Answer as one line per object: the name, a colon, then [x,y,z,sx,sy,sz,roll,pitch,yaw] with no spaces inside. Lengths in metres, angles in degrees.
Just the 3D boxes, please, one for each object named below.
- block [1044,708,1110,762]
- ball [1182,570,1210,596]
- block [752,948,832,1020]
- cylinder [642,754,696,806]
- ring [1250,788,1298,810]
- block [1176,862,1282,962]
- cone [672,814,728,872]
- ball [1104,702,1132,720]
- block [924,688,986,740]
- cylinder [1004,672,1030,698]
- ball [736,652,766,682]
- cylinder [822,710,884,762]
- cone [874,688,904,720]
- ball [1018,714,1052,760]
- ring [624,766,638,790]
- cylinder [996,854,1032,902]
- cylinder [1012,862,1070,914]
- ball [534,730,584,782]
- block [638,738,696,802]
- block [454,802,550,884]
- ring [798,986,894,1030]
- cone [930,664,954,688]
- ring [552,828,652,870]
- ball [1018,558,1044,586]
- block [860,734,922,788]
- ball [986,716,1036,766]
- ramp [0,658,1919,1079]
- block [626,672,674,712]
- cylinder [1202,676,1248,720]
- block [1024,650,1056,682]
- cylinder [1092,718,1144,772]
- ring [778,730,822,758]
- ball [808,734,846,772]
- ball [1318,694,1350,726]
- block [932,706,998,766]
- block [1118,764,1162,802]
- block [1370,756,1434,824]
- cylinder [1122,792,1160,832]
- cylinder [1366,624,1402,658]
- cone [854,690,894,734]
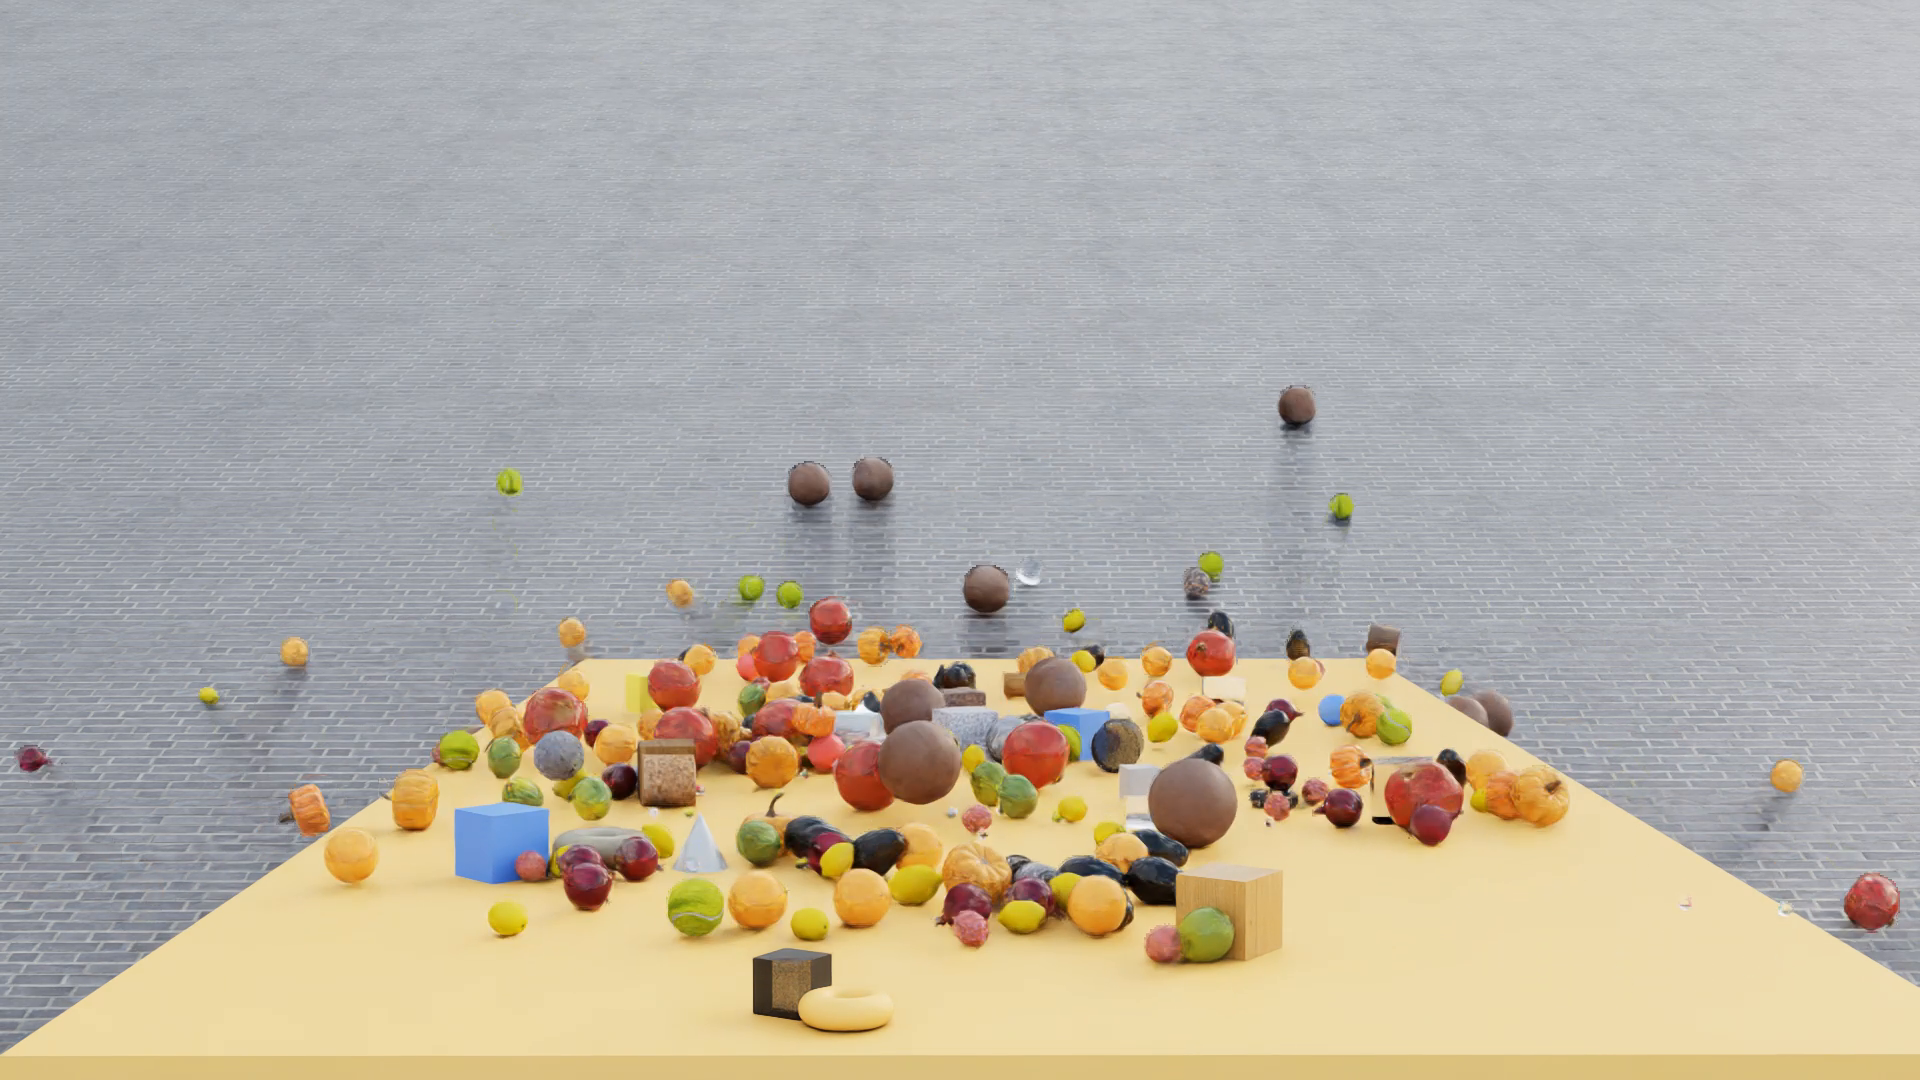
block: [0.214,0.354,4.691,0.084,0.084,0.084,3,4,44]
ball: [0.657,0.119,7.141,0.077,0.077,0.077,0,22,0]
block: [-0.177,0.468,2.714,0.060,0.060,0.060,2,3,32]
cylinder: [-0.468,0.385,4.125,0.082,0.082,0.082,-1,21,-10]
ring: [0.502,0.413,4.110,0.079,0.026,0.079,1,3,0]
block: [0.317,0.436,3.021,0.092,0.092,0.092,2,4,34]
cone: [-0.360,0.416,3.564,0.078,0.078,0.078,0,3,0]
ball: [0.308,0.348,5.038,0.060,0.060,0.060,0,22,0]
block: [-0.010,0.336,4.944,0.094,0.094,0.094,-1,3,-21]
cylinder: [0.125,0.318,5.636,0.054,0.054,0.054,-3,22,2]
ball: [-0.486,0.295,5.992,0.070,0.070,0.070,0,22,0]
cylinder: [-0.192,0.354,4.632,0.090,0.090,0.090,1,21,16]
cone: [-0.143,0.351,5.272,0.068,0.068,0.068,-4,30,-10]
ball: [0.127,0.356,4.660,0.084,0.084,0.084,0,22,0]
ring: [-0.508,0.398,4.309,0.114,0.038,0.114,-1,3,0]
cylinder: [0.077,0.439,3.335,0.054,0.054,0.054,-4,3,-9]
cylinder: [0.103,0.442,3.269,0.055,0.055,0.055,-9,6,-22]
ball: [-0.645,0.347,4.138,0.081,0.081,0.081,0,22,0]
block: [-0.481,0.377,4.210,0.090,0.090,0.090,-1,3,-10]
block: [-0.624,0.412,3.505,0.091,0.091,0.091,-3,4,-44]
ring: [-0.118,0.484,2.661,0.100,0.033,0.100,0,1,0]
cone: [-0.039,0.309,5.667,0.076,0.076,0.076,0,3,0]
ring: [-0.499,0.431,3.588,0.140,0.047,0.140,0,1,0]
ball: [0.200,0.089,7.216,0.078,0.078,0.078,0,22,0]
block: [-0.117,0.375,4.368,0.076,0.076,0.076,1,3,27]
ball: [0.091,0.358,4.575,0.089,0.089,0.089,0,22,0]
ramp: [0.050,0.455,4.532,2.000,0.100,4.000,0,3,0]
block: [-0.656,0.320,5.429,0.077,0.077,0.077,-2,3,-29]
cylinder: [0.541,0.322,5.253,0.088,0.088,0.088,1,21,11]
block: [0.186,0.294,6.003,0.069,0.069,0.069,0,3,5]
cylinder: [0.278,0.361,4.527,0.087,0.087,0.087,3,3,8]
ring: [-0.272,0.374,4.731,0.123,0.041,0.123,-1,3,0]
ball: [-0.233,0.372,4.509,0.067,0.067,0.067,0,22,0]
ball: [0.749,0.340,5.151,0.065,0.065,0.065,0,22,0]
block: [0.009,0.353,4.641,0.093,0.093,0.093,-1,3,-20]
block: [0.293,0.395,4.180,0.055,0.055,0.055,-1,3,-14]
block: [0.684,0.387,3.979,0.092,0.092,0.092,0,3,7]
cylinder: [0.276,0.412,3.889,0.050,0.050,0.050,20,24,3]
cylinder: [1.076,0.257,6.515,0.076,0.076,0.076,11,24,18]
cone: [-0.196,0.358,5.002,0.096,0.096,0.096,-30,31,-16]
